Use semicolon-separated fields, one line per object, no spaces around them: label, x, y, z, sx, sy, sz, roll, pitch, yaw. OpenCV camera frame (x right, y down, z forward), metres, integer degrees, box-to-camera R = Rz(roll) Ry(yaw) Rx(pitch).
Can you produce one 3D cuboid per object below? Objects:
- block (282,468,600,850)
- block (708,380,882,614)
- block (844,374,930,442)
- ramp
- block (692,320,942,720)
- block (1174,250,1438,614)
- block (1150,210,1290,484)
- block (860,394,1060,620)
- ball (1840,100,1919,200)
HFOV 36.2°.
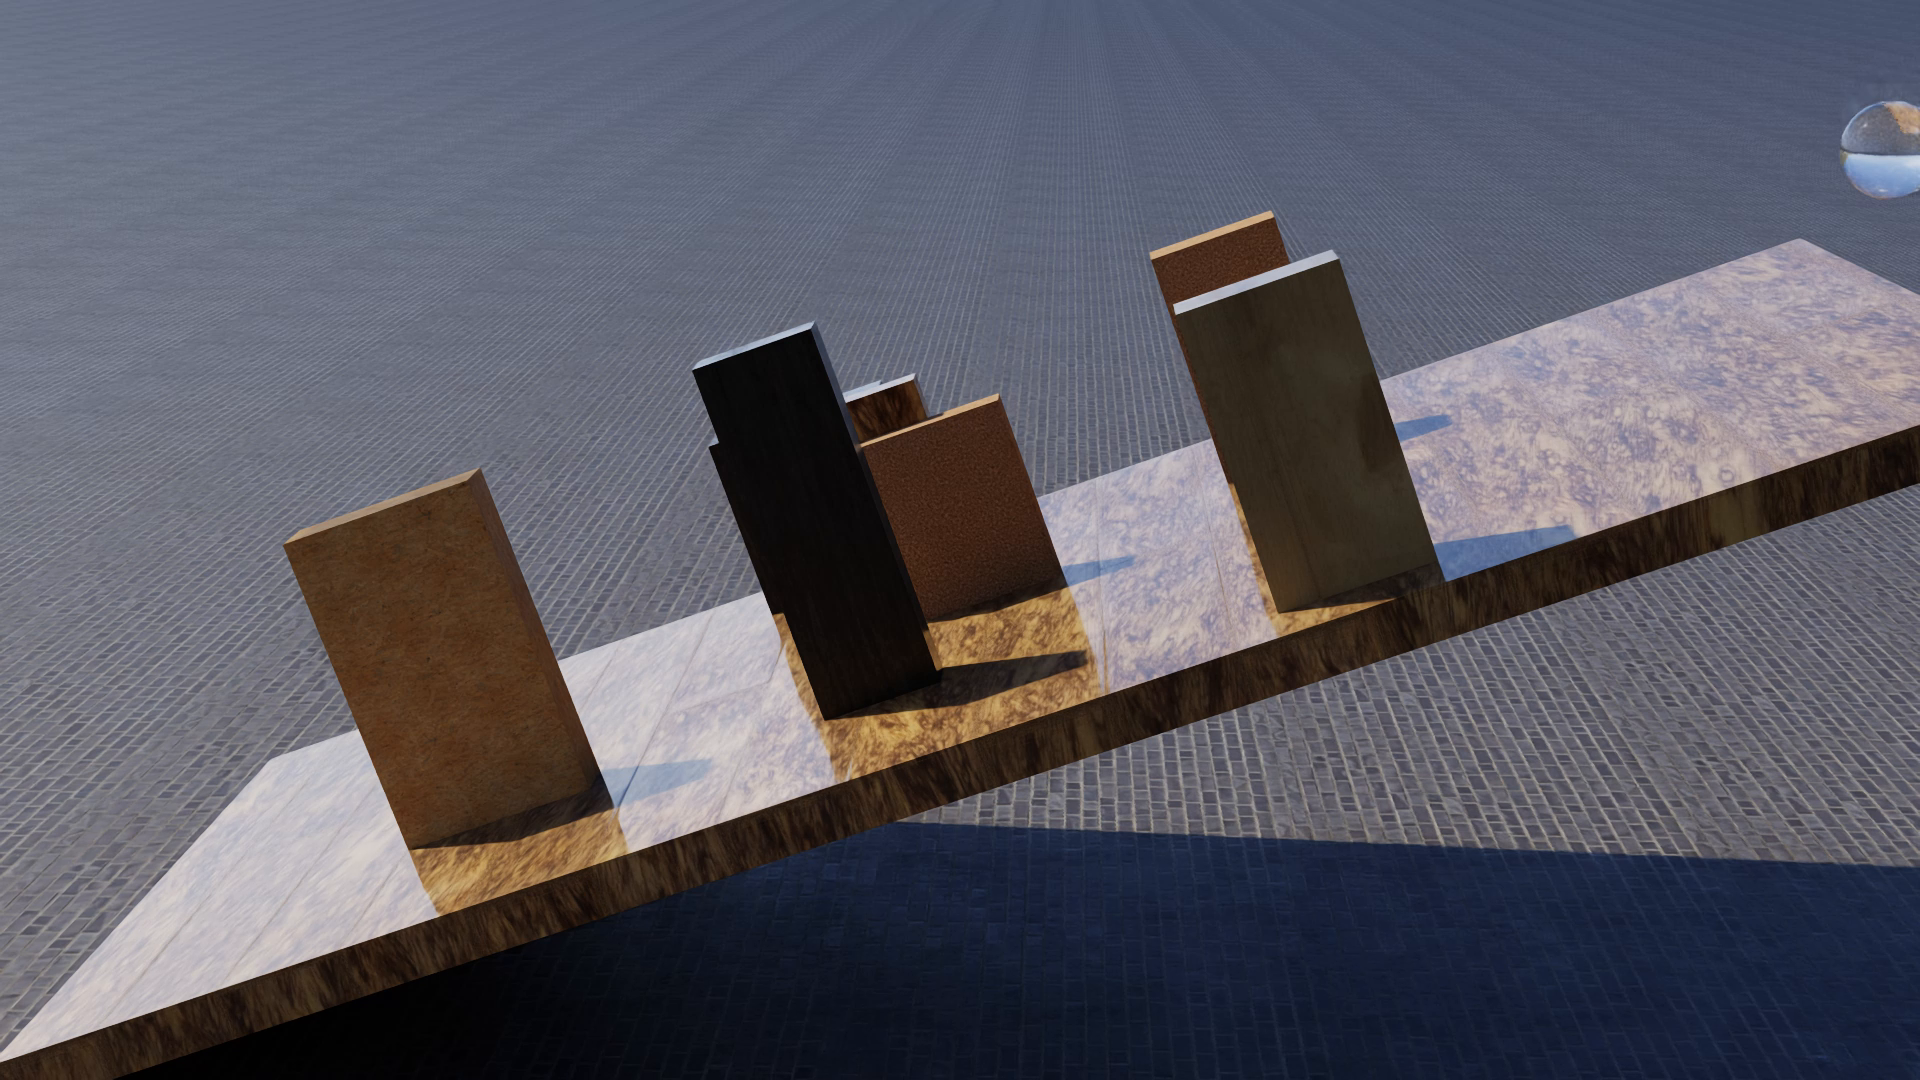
block;-1.051;0.243;5.993;0.400;0.678;0.134;-19;11;6
block;-0.318;-0.101;7.006;0.427;0.433;0.115;-19;11;6
block;-0.144;-0.082;6.441;0.274;0.498;0.087;-19;11;6
ramp;0.112;0.178;6.301;4.000;0.100;2.000;-19;11;6
block;-0.277;-0.036;5.805;0.246;0.746;0.111;-19;11;6
block;0.635;-0.199;5.409;0.308;0.587;0.136;-19;11;6
block;0.653;-0.435;6.640;0.289;0.538;0.132;-19;11;6
block;-0.002;-0.068;6.364;0.324;0.407;0.089;-19;11;6
ball;1.838;-0.770;5.809;0.194;0.194;0.194;0;13;0
